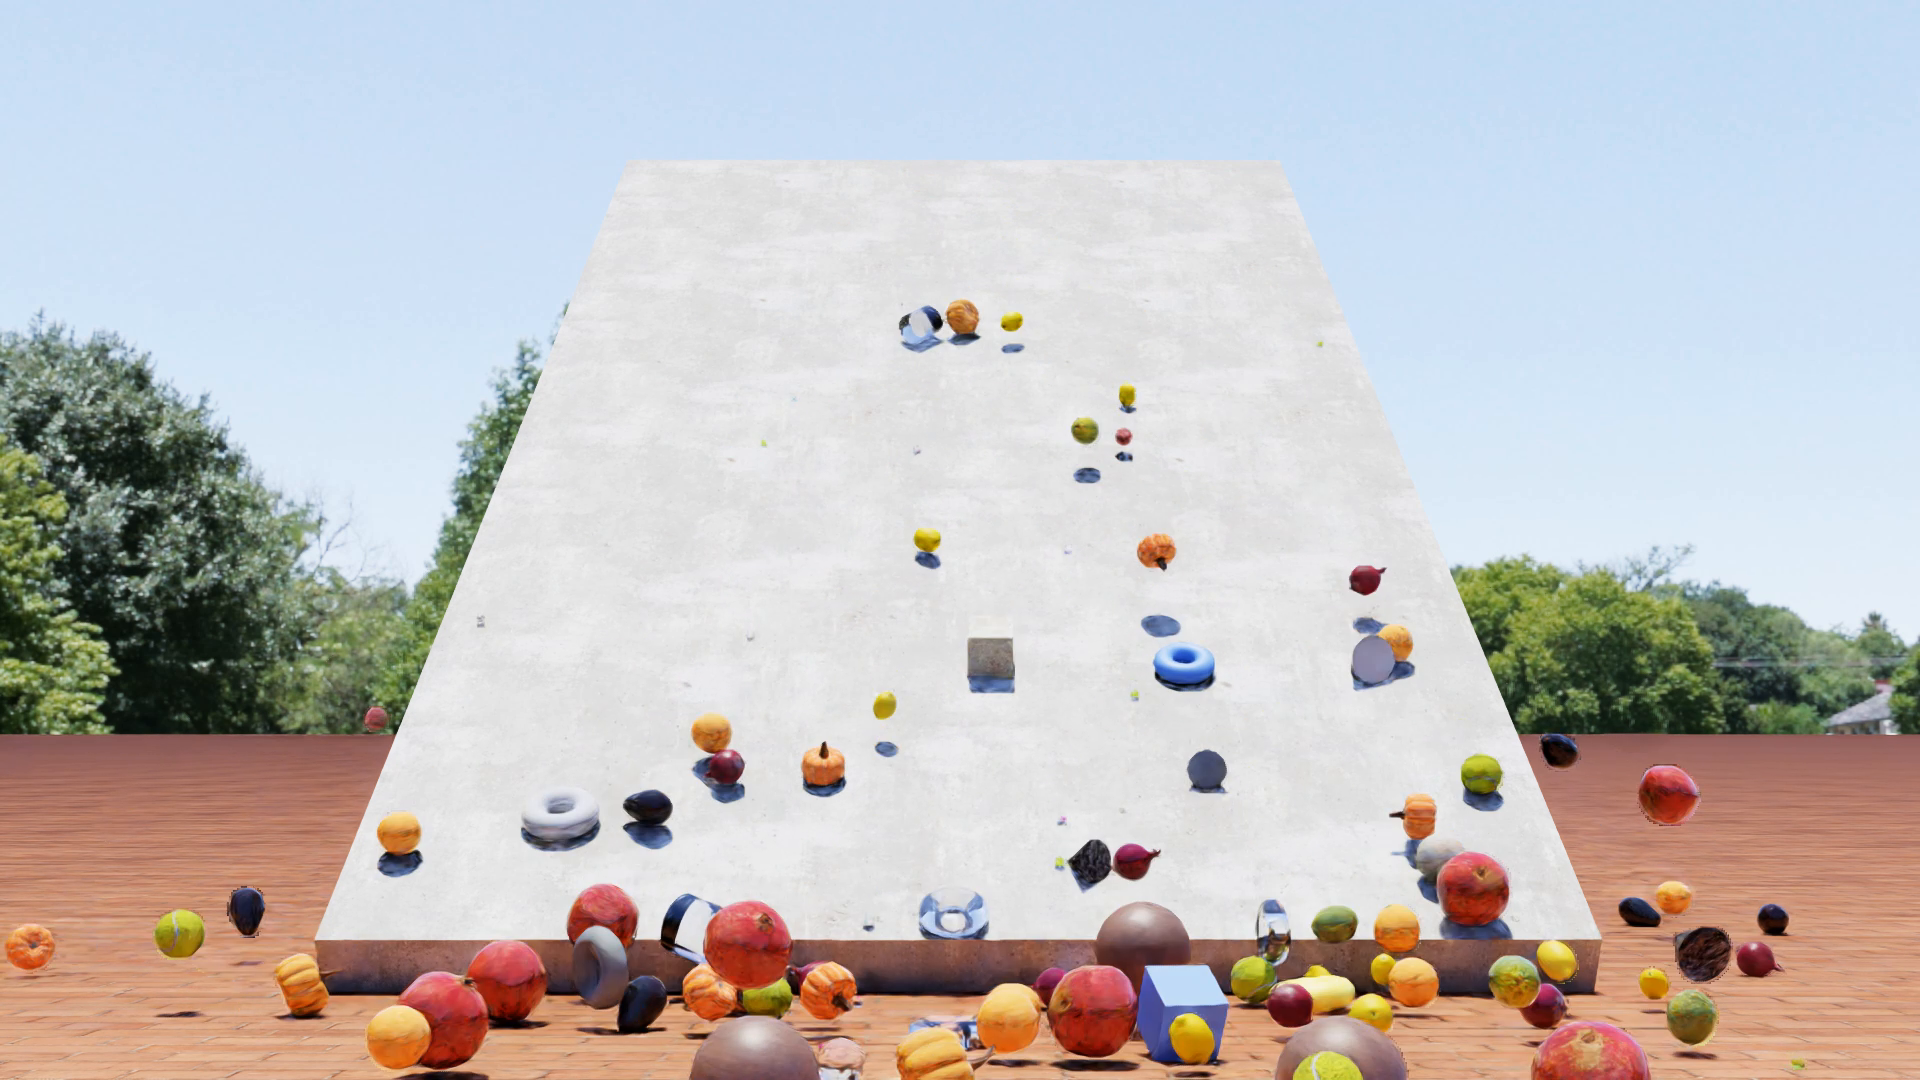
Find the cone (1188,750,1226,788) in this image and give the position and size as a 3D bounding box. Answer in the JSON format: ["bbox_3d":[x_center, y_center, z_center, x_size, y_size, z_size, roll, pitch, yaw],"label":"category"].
[{"bbox_3d":[0.427,0.393,4.092,0.067,0.067,0.067,0,2,6],"label":"cone"}]

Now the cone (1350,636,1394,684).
[{"bbox_3d":[0.752,0.223,4.427,0.089,0.089,0.089,2,-2,-20],"label":"cone"}]

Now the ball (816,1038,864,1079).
[{"bbox_3d":[-0.138,0.603,2.729,0.056,0.056,0.056,0,-5,0],"label":"ball"}]

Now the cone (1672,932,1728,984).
[{"bbox_3d":[1.146,0.636,3.713,0.090,0.090,0.090,0,18,-6],"label":"cone"}]

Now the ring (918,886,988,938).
[{"bbox_3d":[-0.010,0.583,3.706,0.111,0.037,0.111,-1,26,0],"label":"ring"}]

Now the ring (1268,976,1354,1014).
[{"bbox_3d":[0.516,0.667,3.468,0.127,0.042,0.127,-6,-5,-1],"label":"ring"}]

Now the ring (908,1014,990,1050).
[{"bbox_3d":[-0.014,0.642,3.084,0.108,0.036,0.108,-1,-4,0],"label":"ring"}]

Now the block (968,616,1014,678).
[{"bbox_3d":[0.057,0.200,4.421,0.084,0.084,0.084,0,27,0],"label":"block"}]

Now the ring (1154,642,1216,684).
[{"bbox_3d":[0.419,0.230,4.413,0.116,0.039,0.116,0,28,0],"label":"ring"}]

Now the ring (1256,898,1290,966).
[{"bbox_3d":[0.466,0.583,3.520,0.033,0.099,0.099,-2,-4,-9],"label":"ring"}]

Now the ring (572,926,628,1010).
[{"bbox_3d":[-0.494,0.587,3.242,0.038,0.115,0.115,-2,-2,-39],"label":"ring"}]

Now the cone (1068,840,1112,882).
[{"bbox_3d":[0.197,0.521,3.837,0.069,0.069,0.069,4,-9,-40],"label":"cone"}]

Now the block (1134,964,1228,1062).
[{"bbox_3d":[0.278,0.593,2.968,0.084,0.084,0.084,1,25,-15],"label":"block"}]

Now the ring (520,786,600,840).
[{"bbox_3d":[-0.667,0.456,3.949,0.131,0.044,0.131,0,25,0],"label":"ring"}]

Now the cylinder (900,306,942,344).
[{"bbox_3d":[-0.098,-0.538,5.906,0.077,0.077,0.077,-4,19,40],"label":"cylinder"}]

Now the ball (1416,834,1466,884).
[{"bbox_3d":[0.774,0.512,3.802,0.081,0.081,0.081,0,-5,0],"label":"ball"}]

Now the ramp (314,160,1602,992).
[{"bbox_3d":[-0.010,-0.228,5.483,2.000,0.100,4.000,0,27,0],"label":"ramp"}]
